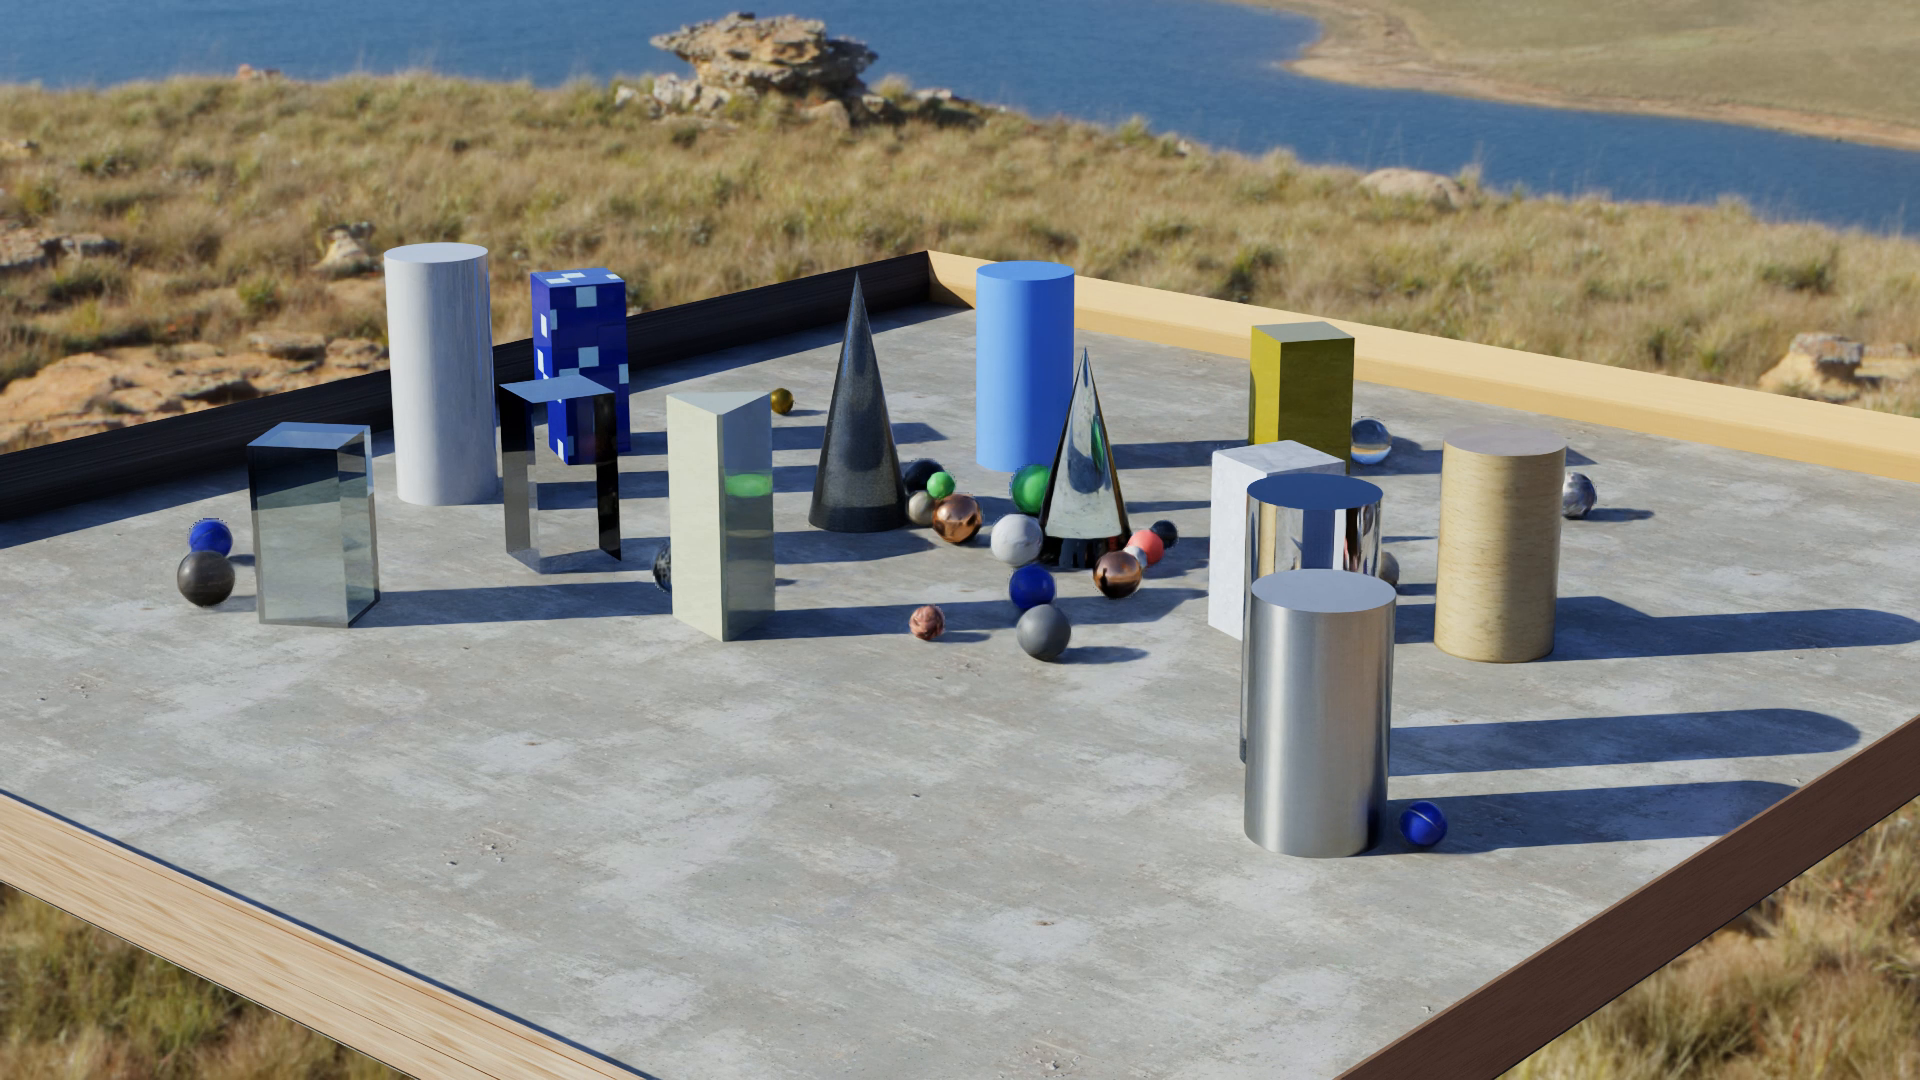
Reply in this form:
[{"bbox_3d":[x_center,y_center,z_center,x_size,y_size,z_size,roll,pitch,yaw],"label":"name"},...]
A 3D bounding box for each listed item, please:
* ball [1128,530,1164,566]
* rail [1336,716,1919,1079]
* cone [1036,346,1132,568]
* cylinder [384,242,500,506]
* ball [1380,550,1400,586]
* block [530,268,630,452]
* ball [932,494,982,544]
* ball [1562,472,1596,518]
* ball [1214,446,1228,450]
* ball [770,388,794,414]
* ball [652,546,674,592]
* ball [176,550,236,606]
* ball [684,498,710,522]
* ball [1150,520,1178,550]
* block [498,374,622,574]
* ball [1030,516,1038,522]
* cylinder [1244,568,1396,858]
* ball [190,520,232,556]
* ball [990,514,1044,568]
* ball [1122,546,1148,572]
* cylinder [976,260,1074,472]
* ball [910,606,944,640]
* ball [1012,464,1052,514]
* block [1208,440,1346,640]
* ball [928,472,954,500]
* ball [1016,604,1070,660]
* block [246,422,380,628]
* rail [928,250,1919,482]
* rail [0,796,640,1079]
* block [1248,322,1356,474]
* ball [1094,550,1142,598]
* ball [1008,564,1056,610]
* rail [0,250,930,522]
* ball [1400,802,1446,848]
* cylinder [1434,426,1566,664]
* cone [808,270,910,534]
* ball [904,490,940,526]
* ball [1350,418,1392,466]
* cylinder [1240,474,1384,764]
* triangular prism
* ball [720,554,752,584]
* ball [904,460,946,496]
[{"bbox_3d":[0.335,0.015,5.287,0.066,0.066,0.066,0,17,0],"label":"ball"},{"bbox_3d":[1.241,0.343,4.088,0.045,0.128,3.590,14,22,39],"label":"rail"},{"bbox_3d":[0.225,-0.164,5.319,0.197,0.390,0.197,0,17,0],"label":"cone"},{"bbox_3d":[-1.005,-0.323,5.694,0.197,0.478,0.197,0,17,0],"label":"cylinder"},{"bbox_3d":[0.734,0.055,5.141,0.075,0.075,0.075,0,17,0],"label":"ball"},{"bbox_3d":[-0.783,-0.367,6.050,0.158,0.357,0.158,-7,18,-21],"label":"block"},{"bbox_3d":[-0.005,-0.040,5.423,0.093,0.093,0.093,0,17,0],"label":"ball"},{"bbox_3d":[1.166,-0.086,5.586,0.087,0.087,0.087,0,17,0],"label":"ball"},{"bbox_3d":[0.531,-0.170,5.944,0.042,0.042,0.042,0,17,0],"label":"ball"},{"bbox_3d":[-0.387,-0.301,6.354,0.056,0.056,0.056,0,17,0],"label":"ball"},{"bbox_3d":[-0.496,0.050,5.139,0.084,0.084,0.084,0,17,0],"label":"ball"},{"bbox_3d":[-1.303,0.065,5.064,0.099,0.099,0.099,0,17,0],"label":"ball"},{"bbox_3d":[-0.497,-0.057,5.558,0.048,0.048,0.048,0,17,0],"label":"ball"},{"bbox_3d":[0.374,-0.010,5.392,0.054,0.054,0.054,0,17,0],"label":"ball"},{"bbox_3d":[-0.723,-0.120,5.302,0.158,0.317,0.158,-10,19,-29],"label":"block"},{"bbox_3d":[0.125,-0.022,5.424,0.049,0.049,0.049,0,17,0],"label":"ball"},{"bbox_3d":[0.496,0.238,4.050,0.197,0.354,0.197,0,17,0],"label":"cylinder"},{"bbox_3d":[-1.356,0.003,5.310,0.077,0.077,0.077,0,17,0],"label":"ball"},{"bbox_3d":[0.103,0.001,5.283,0.097,0.097,0.097,0,17,0],"label":"ball"},{"bbox_3d":[0.308,0.037,5.237,0.054,0.054,0.054,0,17,0],"label":"ball"},{"bbox_3d":[0.131,-0.352,5.936,0.197,0.394,0.197,0,17,0],"label":"cylinder"},{"bbox_3d":[-0.055,0.138,4.895,0.057,0.057,0.057,0,17,0],"label":"ball"},{"bbox_3d":[0.146,-0.096,5.605,0.096,0.096,0.096,0,17,0],"label":"ball"},{"bbox_3d":[0.529,0.006,4.904,0.158,0.304,0.158,-9,19,-28],"label":"block"},{"bbox_3d":[-0.036,-0.102,5.503,0.052,0.052,0.052,0,17,0],"label":"ball"},{"bbox_3d":[0.137,0.151,4.798,0.089,0.089,0.089,0,17,0],"label":"ball"},{"bbox_3d":[-1.099,-0.027,4.996,0.158,0.314,0.158,3,17,9],"label":"block"},{"bbox_3d":[1.161,-0.354,6.400,3.334,0.128,0.045,14,22,39],"label":"rail"},{"bbox_3d":[-1.161,0.418,3.839,3.334,0.128,0.045,14,22,39],"label":"rail"},{"bbox_3d":[0.685,-0.282,5.903,0.158,0.281,0.158,-5,17,-15],"label":"block"},{"bbox_3d":[0.274,0.059,5.108,0.085,0.085,0.085,0,17,0],"label":"ball"},{"bbox_3d":[0.124,0.083,5.037,0.081,0.081,0.081,0,17,0],"label":"ball"},{"bbox_3d":[-1.241,-0.279,6.151,0.045,0.128,3.590,14,22,39],"label":"rail"},{"bbox_3d":[0.637,0.392,4.039,0.064,0.064,0.064,0,17,0],"label":"ball"},{"bbox_3d":[0.887,0.006,4.826,0.197,0.351,0.197,0,17,0],"label":"cylinder"},{"bbox_3d":[-0.191,-0.272,5.518,0.197,0.483,0.197,0,17,0],"label":"cone"},{"bbox_3d":[-0.070,-0.061,5.533,0.070,0.070,0.070,0,17,0],"label":"ball"},{"bbox_3d":[0.827,-0.199,5.946,0.095,0.095,0.095,0,17,0],"label":"ball"},{"bbox_3d":[0.516,0.126,4.320,0.197,0.411,0.197,0,17,0],"label":"cylinder"},{"bbox_3d":[-0.380,-0.050,4.939,0.148,0.391,0.171,-12,20,-34],"label":"triangular prism"},{"bbox_3d":[-0.397,0.052,5.184,0.056,0.056,0.056,0,17,0],"label":"ball"},{"bbox_3d":[-0.066,-0.112,5.672,0.087,0.087,0.087,0,17,0],"label":"ball"}]
